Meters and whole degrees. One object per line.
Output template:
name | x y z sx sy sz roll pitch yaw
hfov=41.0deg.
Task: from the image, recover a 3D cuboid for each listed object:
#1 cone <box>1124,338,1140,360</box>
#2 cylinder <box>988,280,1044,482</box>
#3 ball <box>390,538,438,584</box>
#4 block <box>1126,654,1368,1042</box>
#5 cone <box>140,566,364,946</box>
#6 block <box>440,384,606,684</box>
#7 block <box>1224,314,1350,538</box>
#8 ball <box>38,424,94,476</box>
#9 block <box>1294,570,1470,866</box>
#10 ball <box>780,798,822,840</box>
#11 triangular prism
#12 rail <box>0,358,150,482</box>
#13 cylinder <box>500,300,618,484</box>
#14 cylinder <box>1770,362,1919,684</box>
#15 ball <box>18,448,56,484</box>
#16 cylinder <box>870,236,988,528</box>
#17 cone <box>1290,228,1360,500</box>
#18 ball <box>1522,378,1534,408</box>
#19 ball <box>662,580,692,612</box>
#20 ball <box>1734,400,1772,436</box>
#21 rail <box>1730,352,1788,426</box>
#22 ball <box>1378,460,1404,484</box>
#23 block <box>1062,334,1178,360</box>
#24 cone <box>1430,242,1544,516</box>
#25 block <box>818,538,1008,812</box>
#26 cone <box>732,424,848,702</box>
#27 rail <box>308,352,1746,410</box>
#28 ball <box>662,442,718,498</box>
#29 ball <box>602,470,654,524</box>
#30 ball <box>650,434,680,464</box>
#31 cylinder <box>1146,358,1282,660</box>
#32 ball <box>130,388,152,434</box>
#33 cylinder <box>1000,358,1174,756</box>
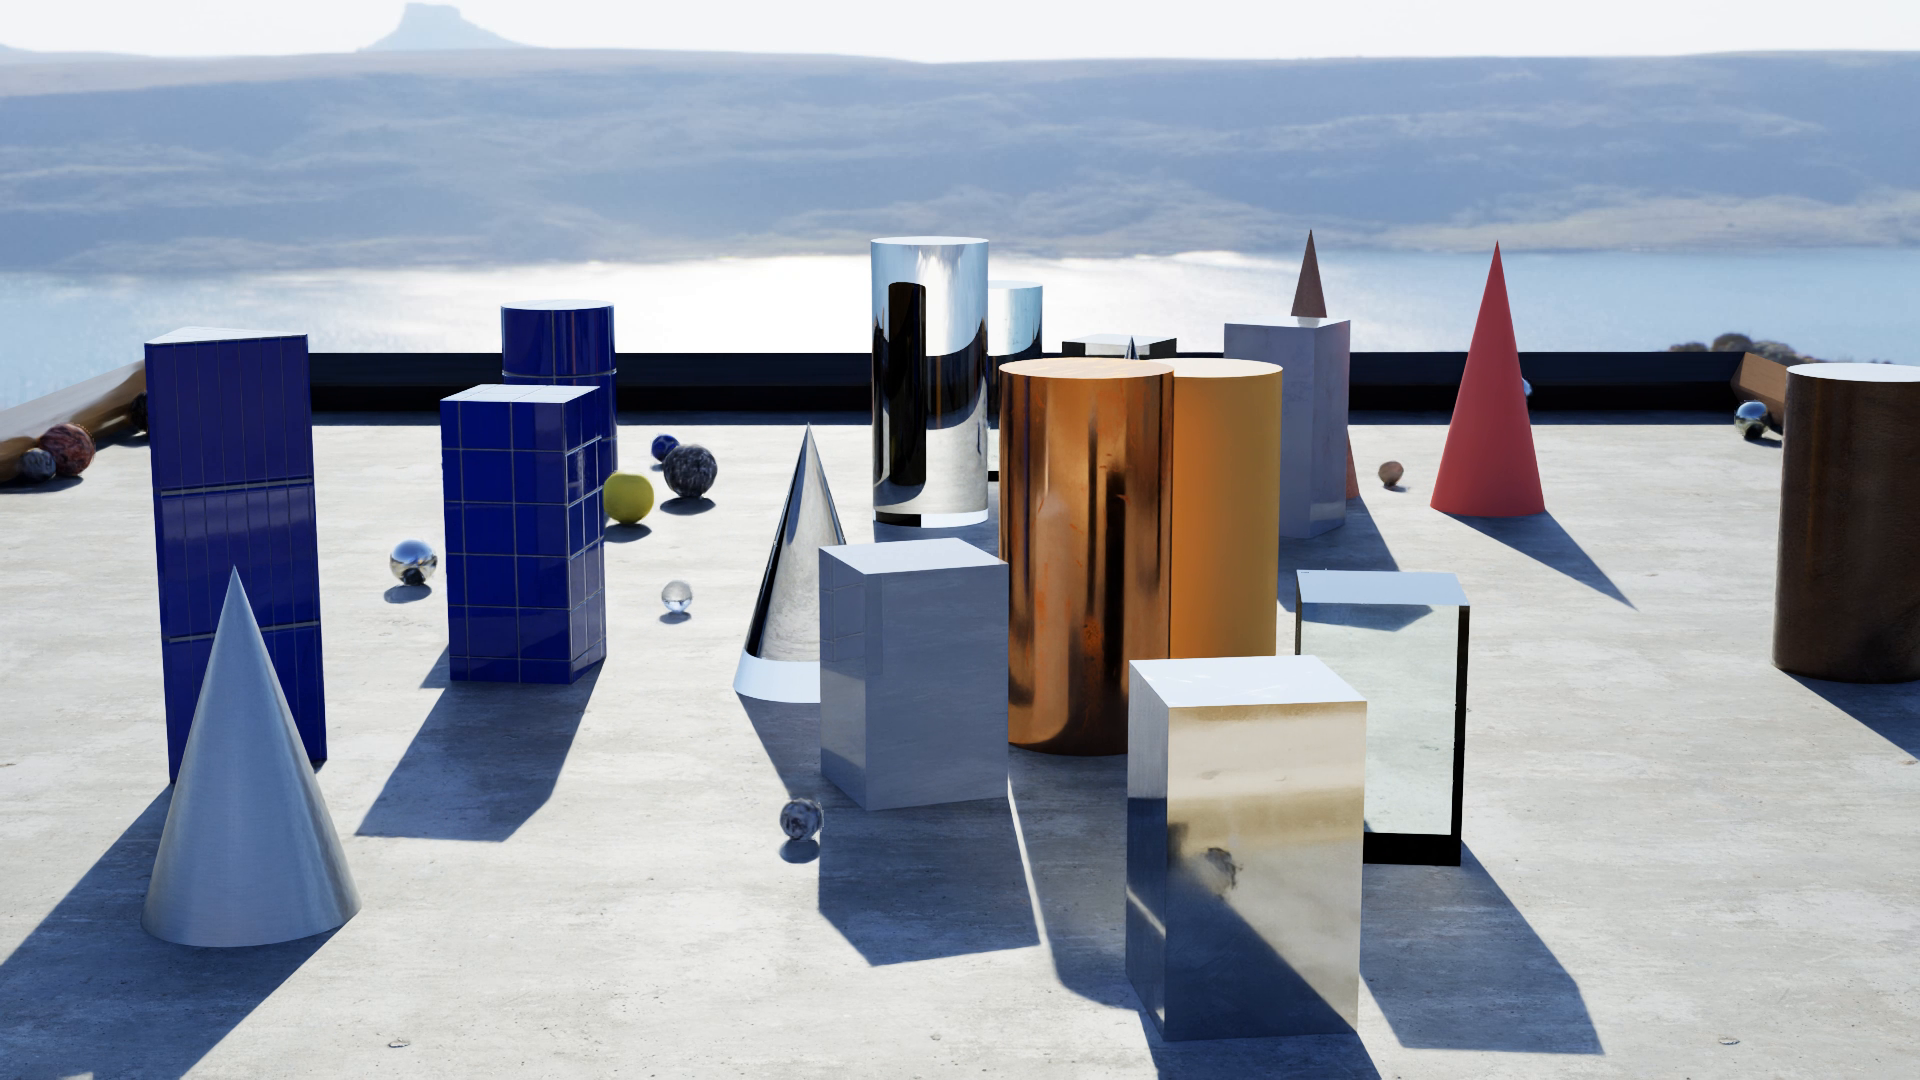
cone | 0.263 -0.159 3.946 0.187 0.316 0.187 0 11 0
cylinder | 0.053 -0.285 4.562 0.187 0.338 0.187 0 11 0
ball | -0.770 0.030 3.613 0.067 0.067 0.067 0 11 0
block | 0.218 0.235 1.989 0.150 0.260 0.150 -1 11 -7
cone | -0.615 0.171 2.202 0.187 0.307 0.187 0 11 0
block | -0.523 -0.010 3.091 0.150 0.336 0.150 2 11 8
block | 0.512 -0.181 4.033 0.150 0.327 0.150 6 12 29
ball | -1.586 -0.159 4.550 0.094 0.094 0.094 0 11 0
block | 0.391 0.164 2.409 0.150 0.245 0.150 1 11 5
ball | -0.151 0.264 2.430 0.040 0.040 0.040 0 11 0
triangular prism | -0.773 0.008 2.679 0.162 0.451 0.141 -7 13 -32
rail | -1.647 0.033 3.440 0.045 0.122 3.995 0 11 0
cylinder | -0.666 -0.228 4.276 0.187 0.330 0.187 0 11 0
cylinder | 1.086 -0.024 3.098 0.187 0.361 0.187 0 11 0
ball | -1.613 -0.130 4.484 0.060 0.060 0.060 0 11 0
cylinder | -0.048 -0.256 4.112 0.187 0.446 0.187 0 11 0
cone | 0.589 -0.304 4.349 0.187 0.452 0.187 0 11 0
ball | 1.154 -0.301 5.341 0.082 0.082 0.082 0 11 0
ball | -0.379 0.075 3.436 0.042 0.042 0.042 0 11 0
ball | 1.557 -0.238 5.034 0.071 0.071 0.071 0 11 0
rail | 1.647 0.030 3.459 0.045 0.122 3.995 0 11 0
ball | 0.751 -0.119 4.471 0.044 0.044 0.044 0 11 0
block | 0.277 -0.224 4.471 0.150 0.251 0.150 6 12 29
cone | 0.873 -0.272 4.206 0.187 0.442 0.187 0 11 0
block | -0.048 0.132 2.598 0.150 0.238 0.150 -4 11 -20
cone | -0.176 0.016 3.015 0.187 0.313 0.187 0 11 0
rail | -0.011 -0.331 5.390 3.342 0.122 0.045 0 11 0
ball | -0.456 -0.118 4.335 0.092 0.092 0.092 0 11 0
ball | -0.530 -0.069 4.087 0.086 0.086 0.086 0 11 0
ball | -0.540 -0.168 4.704 0.054 0.054 0.054 0 11 0
cylinder | 0.282 -0.017 3.026 0.187 0.374 0.187 0 11 0
ball | -1.591 -0.254 5.067 0.091 0.091 0.091 0 11 0
cylinder | 0.135 0.014 2.779 0.187 0.403 0.187 0 11 0
